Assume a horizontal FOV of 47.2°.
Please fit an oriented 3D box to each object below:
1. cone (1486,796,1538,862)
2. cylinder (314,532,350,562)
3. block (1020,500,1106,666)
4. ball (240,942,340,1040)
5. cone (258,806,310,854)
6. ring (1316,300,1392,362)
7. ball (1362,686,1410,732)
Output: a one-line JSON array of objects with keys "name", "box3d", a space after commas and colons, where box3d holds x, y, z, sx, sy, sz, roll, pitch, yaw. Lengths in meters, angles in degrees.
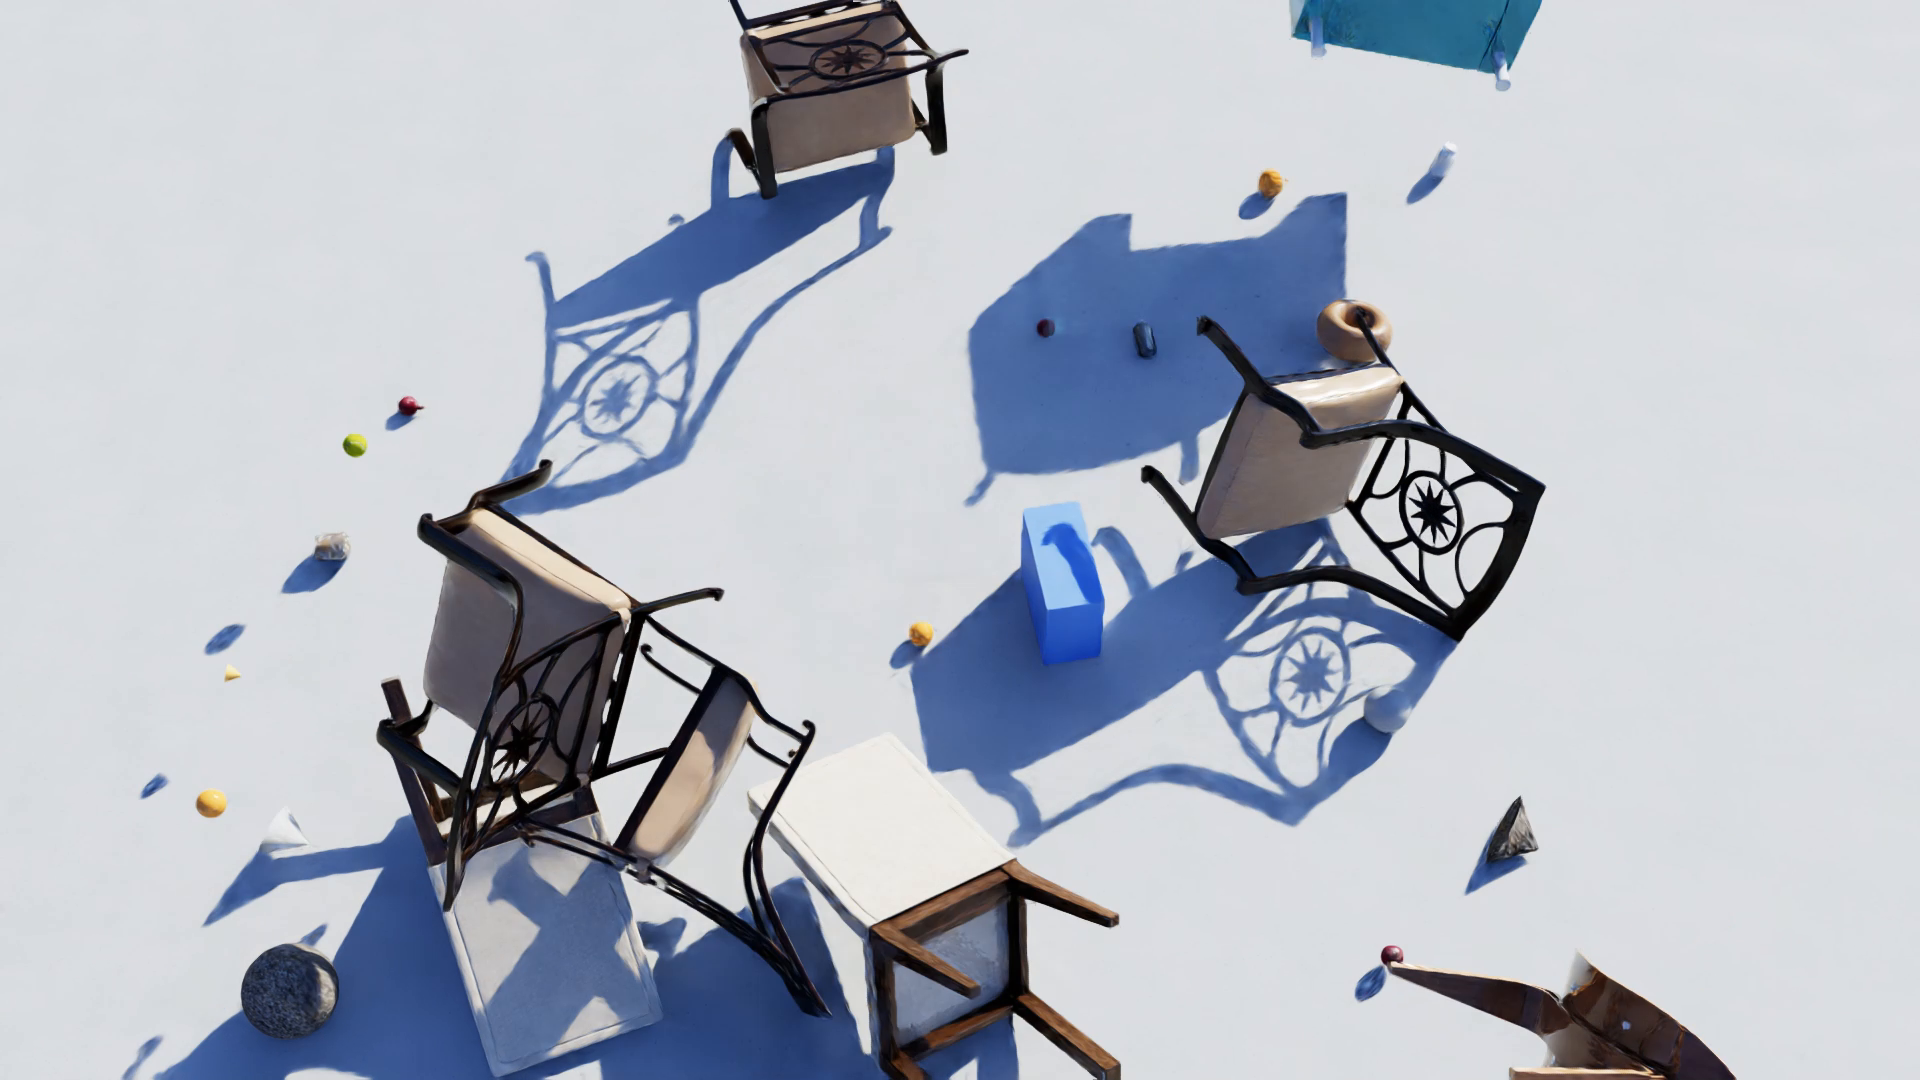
[{"name": "cone", "box3d": [1.527, 0.814, 5.978, 0.111, 0.115, 0.208, 31, 70, 0]}, {"name": "cylinder", "box3d": [-1.856, 0.020, 6.504, 0.082, 0.100, 0.078, -6, 89, -4]}, {"name": "block", "box3d": [0.291, 0.124, 6.311, 0.164, 0.299, 0.346, -9, 57, -6]}, {"name": "ball", "box3d": [-1.721, 1.159, 5.650, 0.243, 0.243, 0.243, 0, 56, 0]}, {"name": "cone", "box3d": [-1.803, 0.802, 5.931, 0.107, 0.116, 0.176, 23, 30, -2]}, {"name": "ring", "box3d": [1.242, -0.659, 6.923, 0.242, 0.118, 0.231, 18, 43, 7]}, {"name": "ball", "box3d": [1.198, 0.475, 6.176, 0.131, 0.131, 0.131, 0, 56, 0]}]
